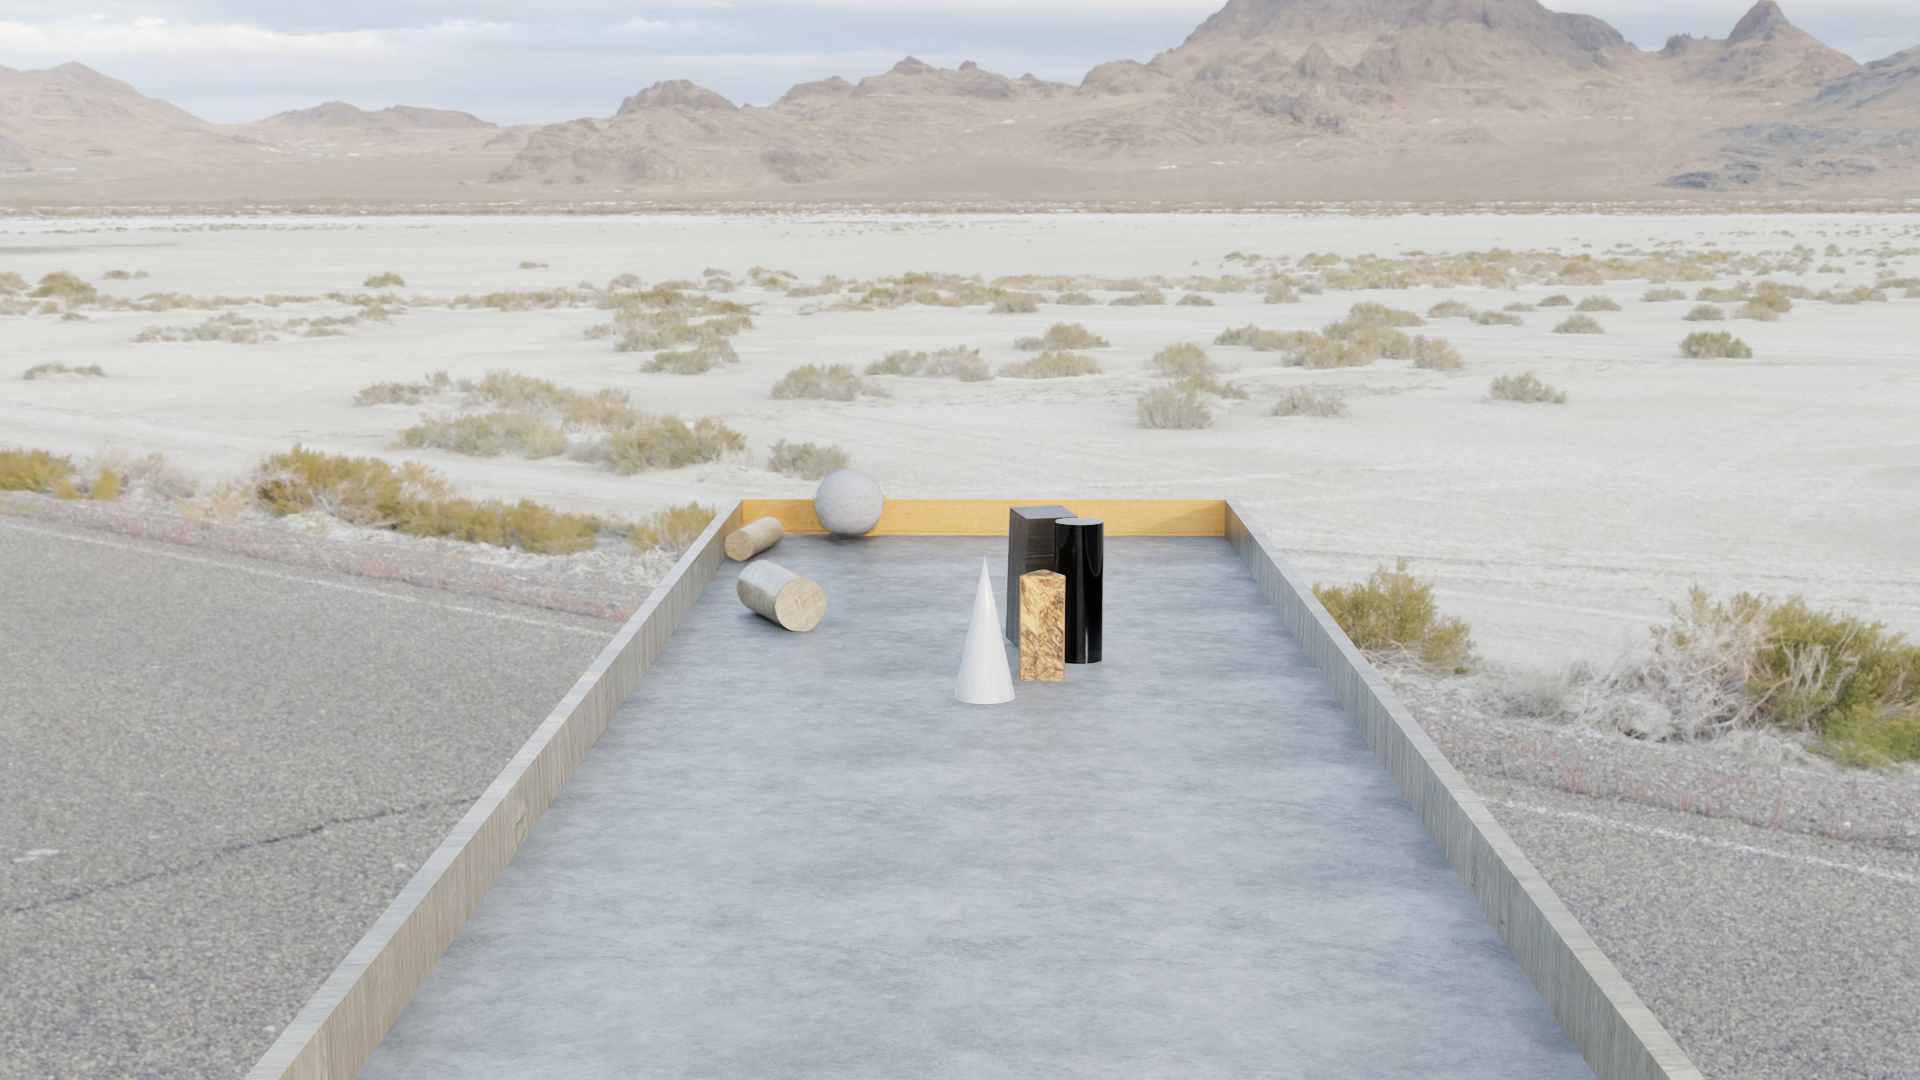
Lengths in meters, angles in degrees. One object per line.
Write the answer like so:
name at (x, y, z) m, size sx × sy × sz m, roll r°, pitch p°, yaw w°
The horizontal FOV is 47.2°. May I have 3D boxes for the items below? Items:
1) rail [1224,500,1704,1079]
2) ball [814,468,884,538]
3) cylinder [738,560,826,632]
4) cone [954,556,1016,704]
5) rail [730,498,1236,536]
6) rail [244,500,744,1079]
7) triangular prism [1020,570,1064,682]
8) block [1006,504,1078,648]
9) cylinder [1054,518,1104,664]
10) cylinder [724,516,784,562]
rail at (1.046, 0.843, 3.208) m, size 0.050 × 0.150 × 12.000 m, roll 0°, pitch 9°, yaw 1°
ball at (-0.452, -0.149, 8.977) m, size 0.283 × 0.283 × 0.283 m, roll 0°, pitch 9°, yaw 0°
cylinder at (-0.593, 0.182, 7.293) m, size 0.177 × 0.177 × 0.390 m, roll -4°, pitch 10°, yaw -24°
cone at (0.069, 0.243, 6.181) m, size 0.175 × 0.405 × 0.175 m, roll 0°, pitch 9°, yaw 0°
rail at (0.099, -0.098, 9.147) m, size 2.100 × 0.150 × 0.050 m, roll 0°, pitch 9°, yaw 1°
rail at (-1.004, 0.839, 3.234) m, size 0.050 × 0.150 × 12.000 m, roll 0°, pitch 9°, yaw 1°
triangular prism at (0.242, 0.248, 6.448) m, size 0.129 × 0.311 × 0.112 m, roll 1°, pitch 9°, yaw 3°
block at (0.255, 0.118, 6.877) m, size 0.168 × 0.422 × 0.168 m, roll -3°, pitch 14°, yaw -17°
cylinder at (0.360, 0.153, 6.687) m, size 0.149 × 0.425 × 0.149 m, roll 0°, pitch 9°, yaw 0°
cylinder at (-0.810, -0.006, 8.671) m, size 0.117 × 0.117 × 0.389 m, roll 2°, pitch 9°, yaw 13°
